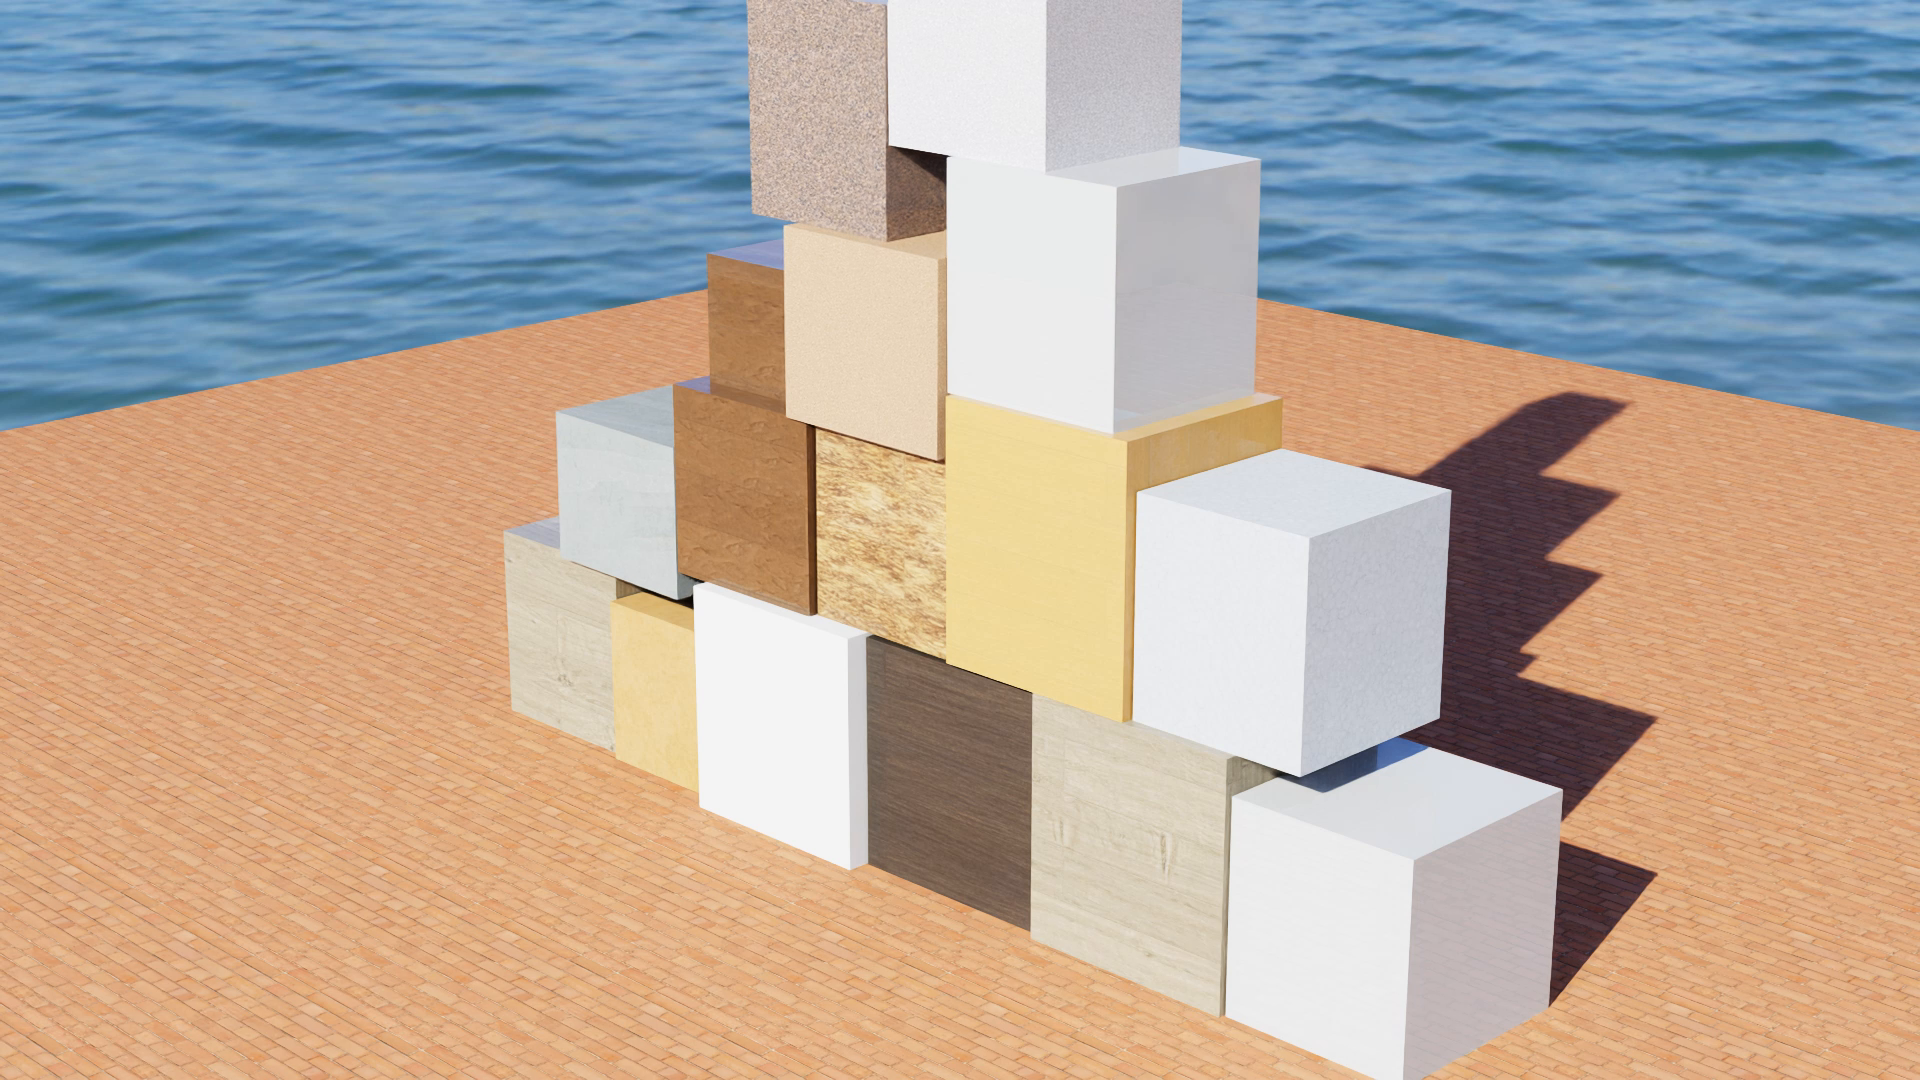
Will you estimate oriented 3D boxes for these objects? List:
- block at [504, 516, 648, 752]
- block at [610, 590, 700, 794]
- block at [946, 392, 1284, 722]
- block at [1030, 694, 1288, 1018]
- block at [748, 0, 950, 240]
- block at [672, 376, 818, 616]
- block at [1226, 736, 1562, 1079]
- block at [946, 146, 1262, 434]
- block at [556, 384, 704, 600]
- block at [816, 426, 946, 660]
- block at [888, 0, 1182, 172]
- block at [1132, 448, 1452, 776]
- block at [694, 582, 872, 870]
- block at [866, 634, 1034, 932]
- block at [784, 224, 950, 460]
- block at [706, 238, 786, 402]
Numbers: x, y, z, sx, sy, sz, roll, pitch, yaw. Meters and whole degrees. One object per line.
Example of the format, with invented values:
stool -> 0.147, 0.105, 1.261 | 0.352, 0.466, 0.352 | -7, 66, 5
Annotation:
block -> -1.733, 0.430, 15.322 | 0.867, 0.993, 0.925 | -17, 24, -42
block -> -1.143, 0.690, 14.749 | 0.915, 0.839, 0.773 | -17, 24, -42
block -> 0.655, -0.033, 12.627 | 0.990, 1.205, 1.034 | -17, 24, -42
block -> 1.044, 1.203, 12.611 | 1.006, 1.143, 1.073 | -17, 24, -42
block -> -0.326, -1.953, 13.065 | 0.880, 1.010, 0.853 | 16, 24, 42
block -> -0.673, -0.296, 13.965 | 0.988, 0.933, 0.937 | -17, 24, -42
block -> 1.768, 1.487, 11.982 | 1.004, 0.977, 0.900 | -17, 24, -42
block -> 0.599, -1.106, 12.350 | 0.895, 1.010, 0.951 | -17, 24, -42
block -> -1.342, -0.276, 14.648 | 0.960, 0.760, 0.912 | -17, 25, -42
block -> -0.025, -0.092, 13.331 | 0.877, 0.926, 0.893 | -17, 24, -42
block -> 0.312, -2.161, 12.338 | 0.829, 1.011, 0.919 | -17, 24, -42
block -> 1.354, 0.273, 12.019 | 0.920, 0.987, 0.883 | -17, 24, -42
block -> -0.470, 0.745, 14.091 | 1.172, 1.129, 1.069 | -17, 24, -42
block -> 0.297, 0.981, 13.365 | 0.965, 1.114, 1.075 | -17, 24, -42
block -> -0.088, -0.971, 13.103 | 0.993, 0.878, 0.970 | -17, 24, -42
block -> -0.677, -1.039, 13.744 | 0.694, 0.617, 0.730 | -17, 24, -42
